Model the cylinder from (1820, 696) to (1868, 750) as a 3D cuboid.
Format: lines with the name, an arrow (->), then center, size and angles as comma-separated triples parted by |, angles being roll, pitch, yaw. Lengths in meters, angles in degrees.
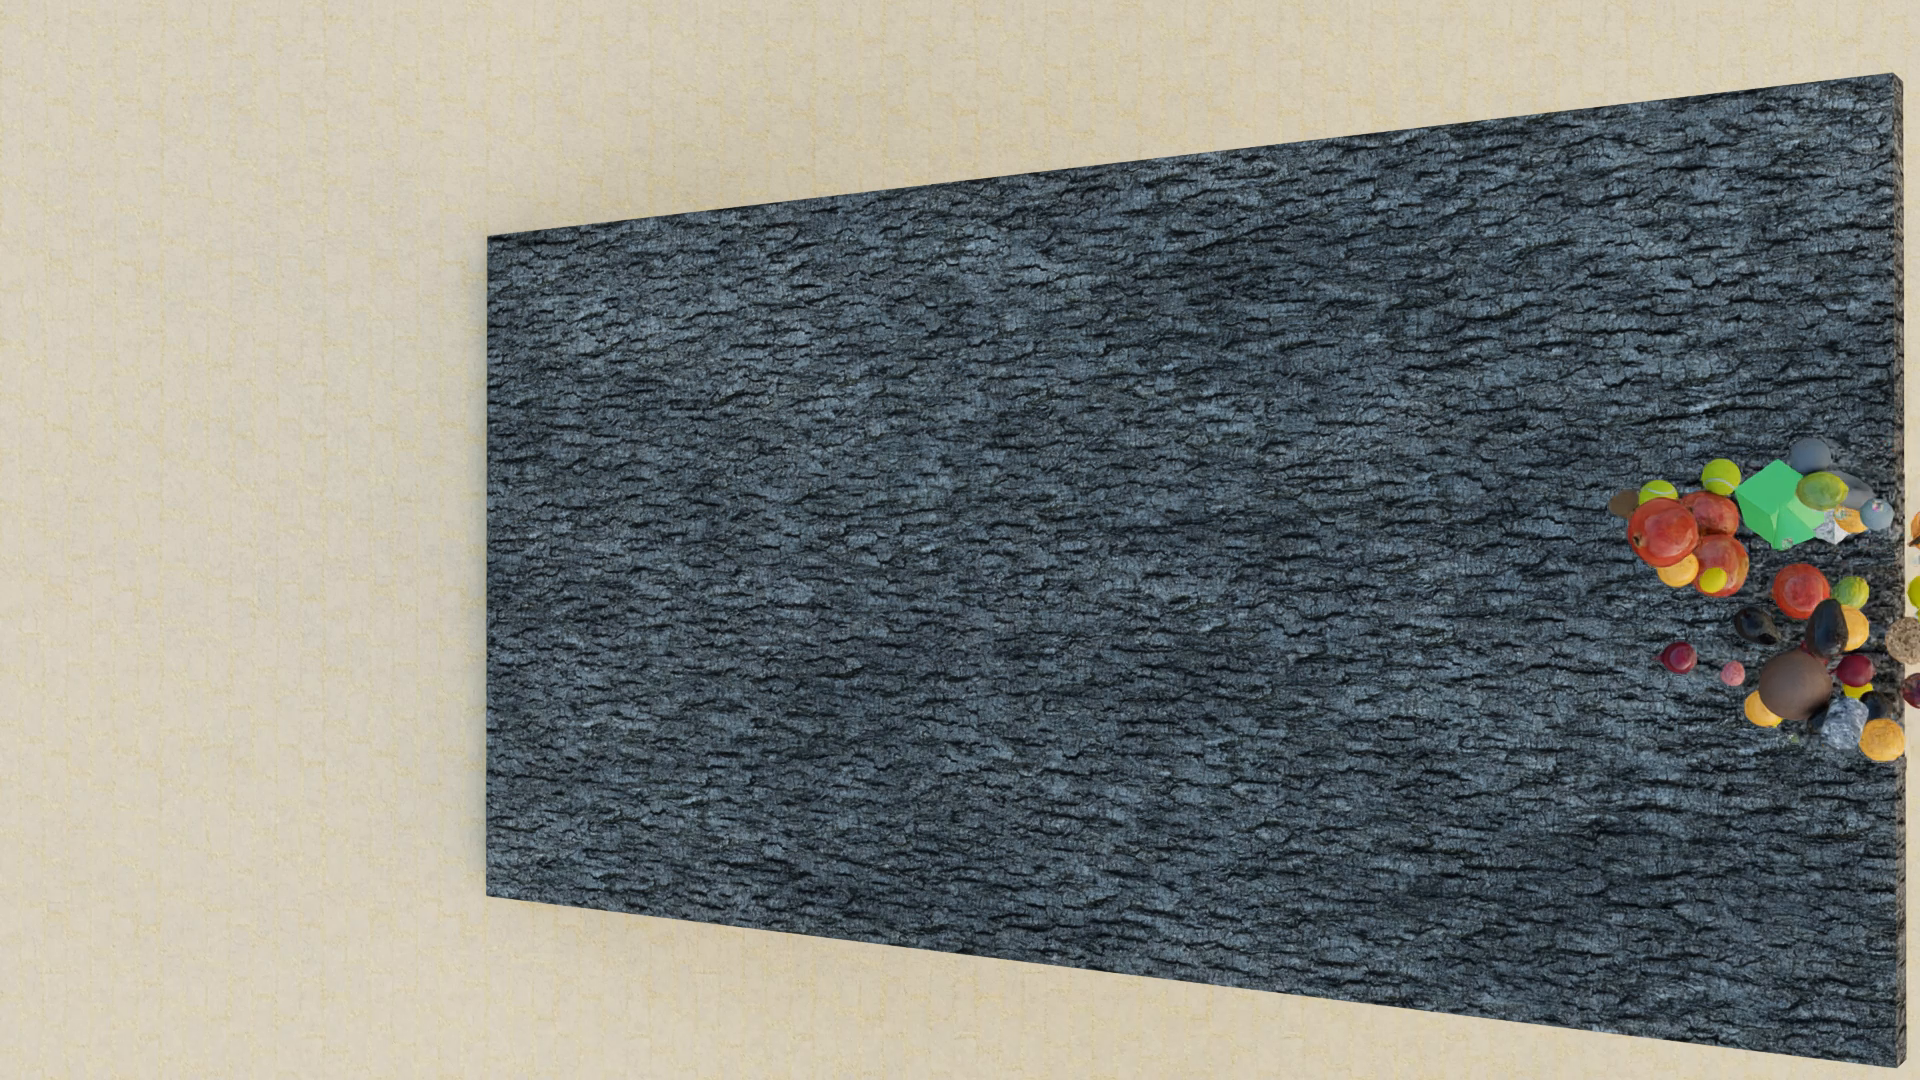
cylinder -> 1.434, 0.296, 3.565 | 0.061, 0.061, 0.061 | 39, 52, 0

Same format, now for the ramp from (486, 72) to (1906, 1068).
ramp -> 0.250, 0.069, 5.579 | 4.000, 0.100, 2.000 | 0, 89, 34

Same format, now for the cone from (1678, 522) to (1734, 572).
cone -> 1.418, 0.019, 4.192 | 0.096, 0.096, 0.096 | -8, 90, 14

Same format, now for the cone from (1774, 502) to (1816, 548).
cone -> 1.318, -0.030, 3.503 | 0.070, 0.070, 0.070 | -20, 90, 0

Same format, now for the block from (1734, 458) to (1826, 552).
block -> 1.347, -0.058, 3.614 | 0.089, 0.089, 0.089 | -35, 127, -2

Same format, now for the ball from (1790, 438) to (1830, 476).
ball -> 1.284, -0.125, 3.322 | 0.058, 0.058, 0.058 | 0, 90, 0

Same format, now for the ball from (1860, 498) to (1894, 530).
ball -> 1.466, -0.041, 3.516 | 0.051, 0.051, 0.051 | 0, 90, 0

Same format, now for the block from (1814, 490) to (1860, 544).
block -> 1.666, -0.048, 4.208 | 0.070, 0.070, 0.070 | -32, 125, -21

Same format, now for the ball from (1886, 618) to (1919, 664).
ball -> 1.597, 0.169, 3.695 | 0.079, 0.079, 0.079 | 0, 90, 0
